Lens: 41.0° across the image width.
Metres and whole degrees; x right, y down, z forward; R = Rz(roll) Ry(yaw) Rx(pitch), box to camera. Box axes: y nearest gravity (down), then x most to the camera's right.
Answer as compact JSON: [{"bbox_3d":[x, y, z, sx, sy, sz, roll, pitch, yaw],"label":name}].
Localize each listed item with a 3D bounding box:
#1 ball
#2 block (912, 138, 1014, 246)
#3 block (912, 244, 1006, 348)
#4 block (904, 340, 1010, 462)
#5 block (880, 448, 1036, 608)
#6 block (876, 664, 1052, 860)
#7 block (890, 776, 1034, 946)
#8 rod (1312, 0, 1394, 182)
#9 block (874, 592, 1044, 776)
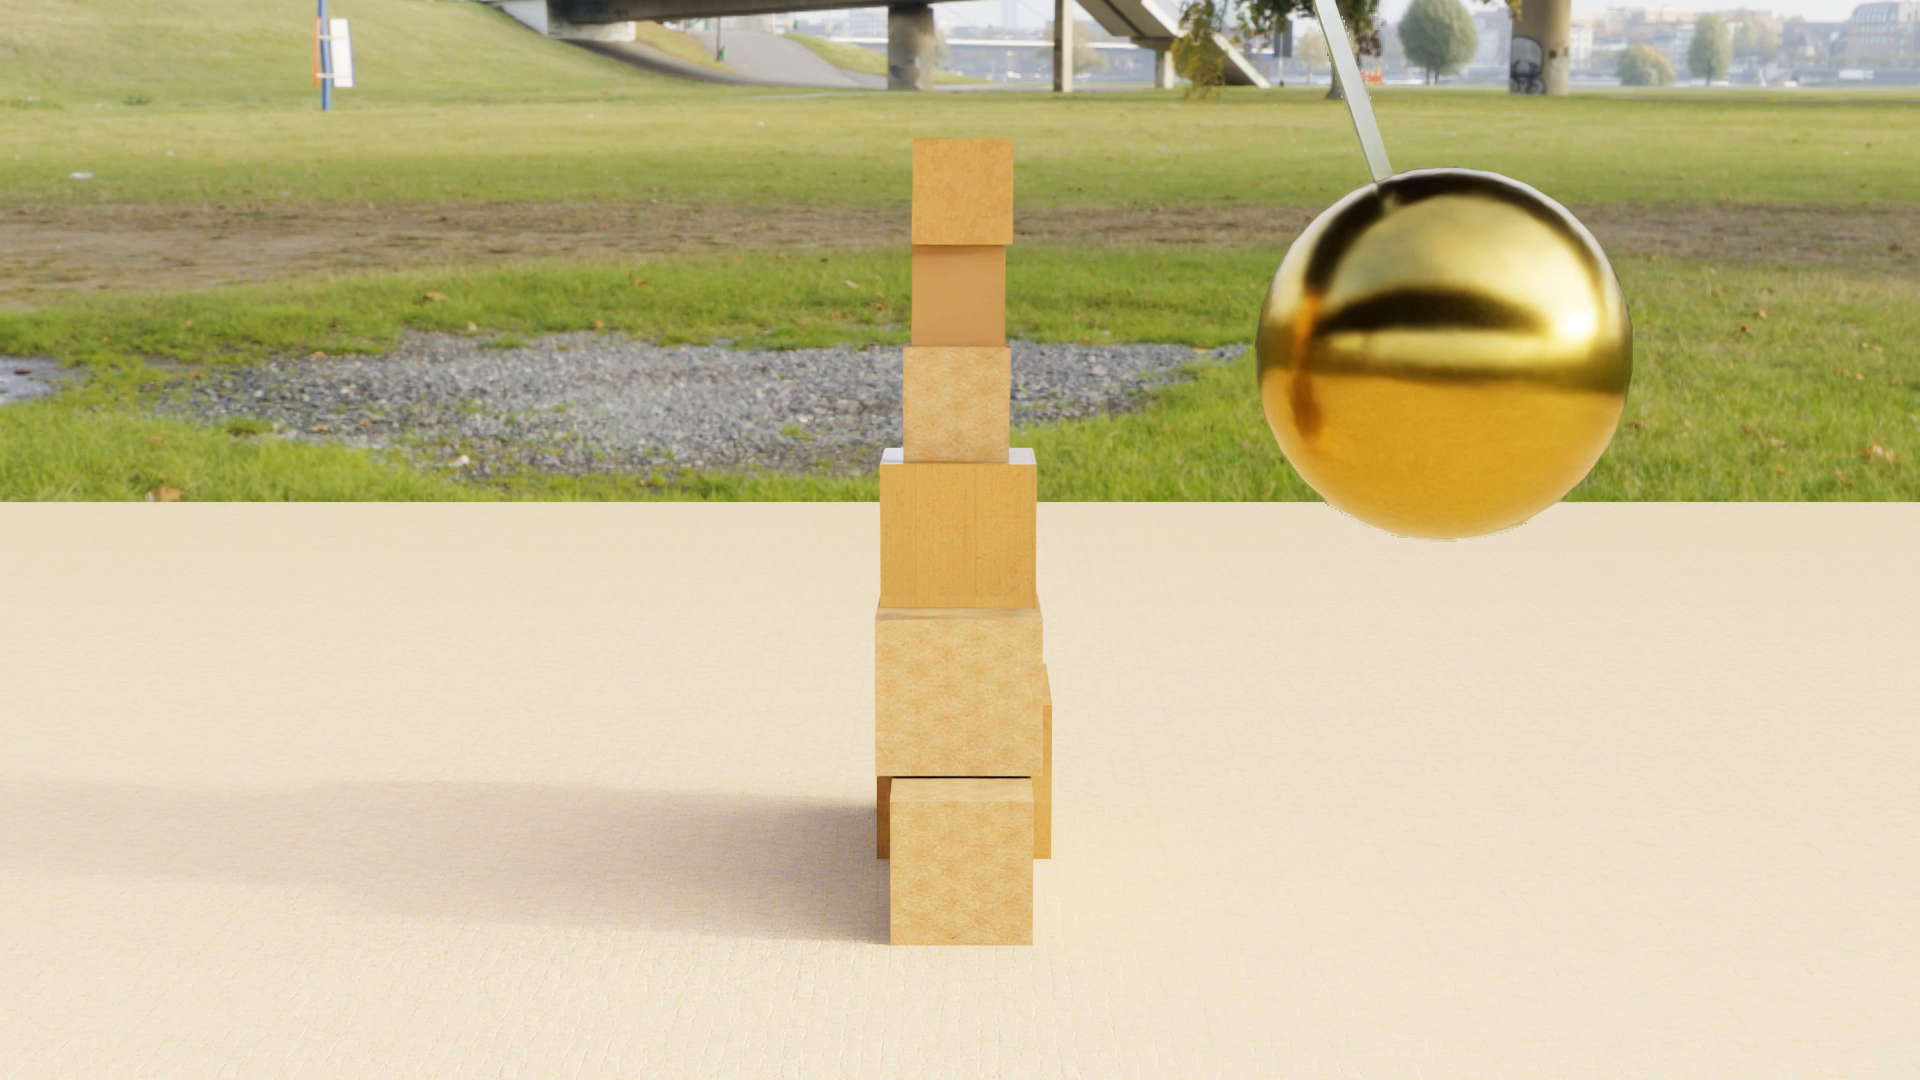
[{"bbox_3d":[2.074,-0.799,11.035,1.600,1.600,1.600,0,10,0],"label":"ball"},{"bbox_3d":[0.016,-1.492,10.979,0.421,0.439,0.469,1,8,1],"label":"block"},{"bbox_3d":[-0.004,-1.063,11.066,0.395,0.434,0.379,0,8,0],"label":"block"},{"bbox_3d":[-0.014,-0.609,11.138,0.453,0.485,0.448,0,8,0],"label":"block"},{"bbox_3d":[-0.006,-0.062,11.215,0.662,0.614,0.694,0,8,0],"label":"block"},{"bbox_3d":[0.019,1.018,11.961,0.789,0.718,0.826,0,10,0],"label":"block"},{"bbox_3d":[0.007,1.299,10.724,0.580,0.608,0.635,0,10,0],"label":"block"},{"bbox_3d":[0.899,-3.938,10.464,0.080,5.200,0.080,-20,10,4],"label":"rod"},{"bbox_3d":[-0.005,0.608,11.009,0.697,0.657,0.742,0,7,0],"label":"block"}]
